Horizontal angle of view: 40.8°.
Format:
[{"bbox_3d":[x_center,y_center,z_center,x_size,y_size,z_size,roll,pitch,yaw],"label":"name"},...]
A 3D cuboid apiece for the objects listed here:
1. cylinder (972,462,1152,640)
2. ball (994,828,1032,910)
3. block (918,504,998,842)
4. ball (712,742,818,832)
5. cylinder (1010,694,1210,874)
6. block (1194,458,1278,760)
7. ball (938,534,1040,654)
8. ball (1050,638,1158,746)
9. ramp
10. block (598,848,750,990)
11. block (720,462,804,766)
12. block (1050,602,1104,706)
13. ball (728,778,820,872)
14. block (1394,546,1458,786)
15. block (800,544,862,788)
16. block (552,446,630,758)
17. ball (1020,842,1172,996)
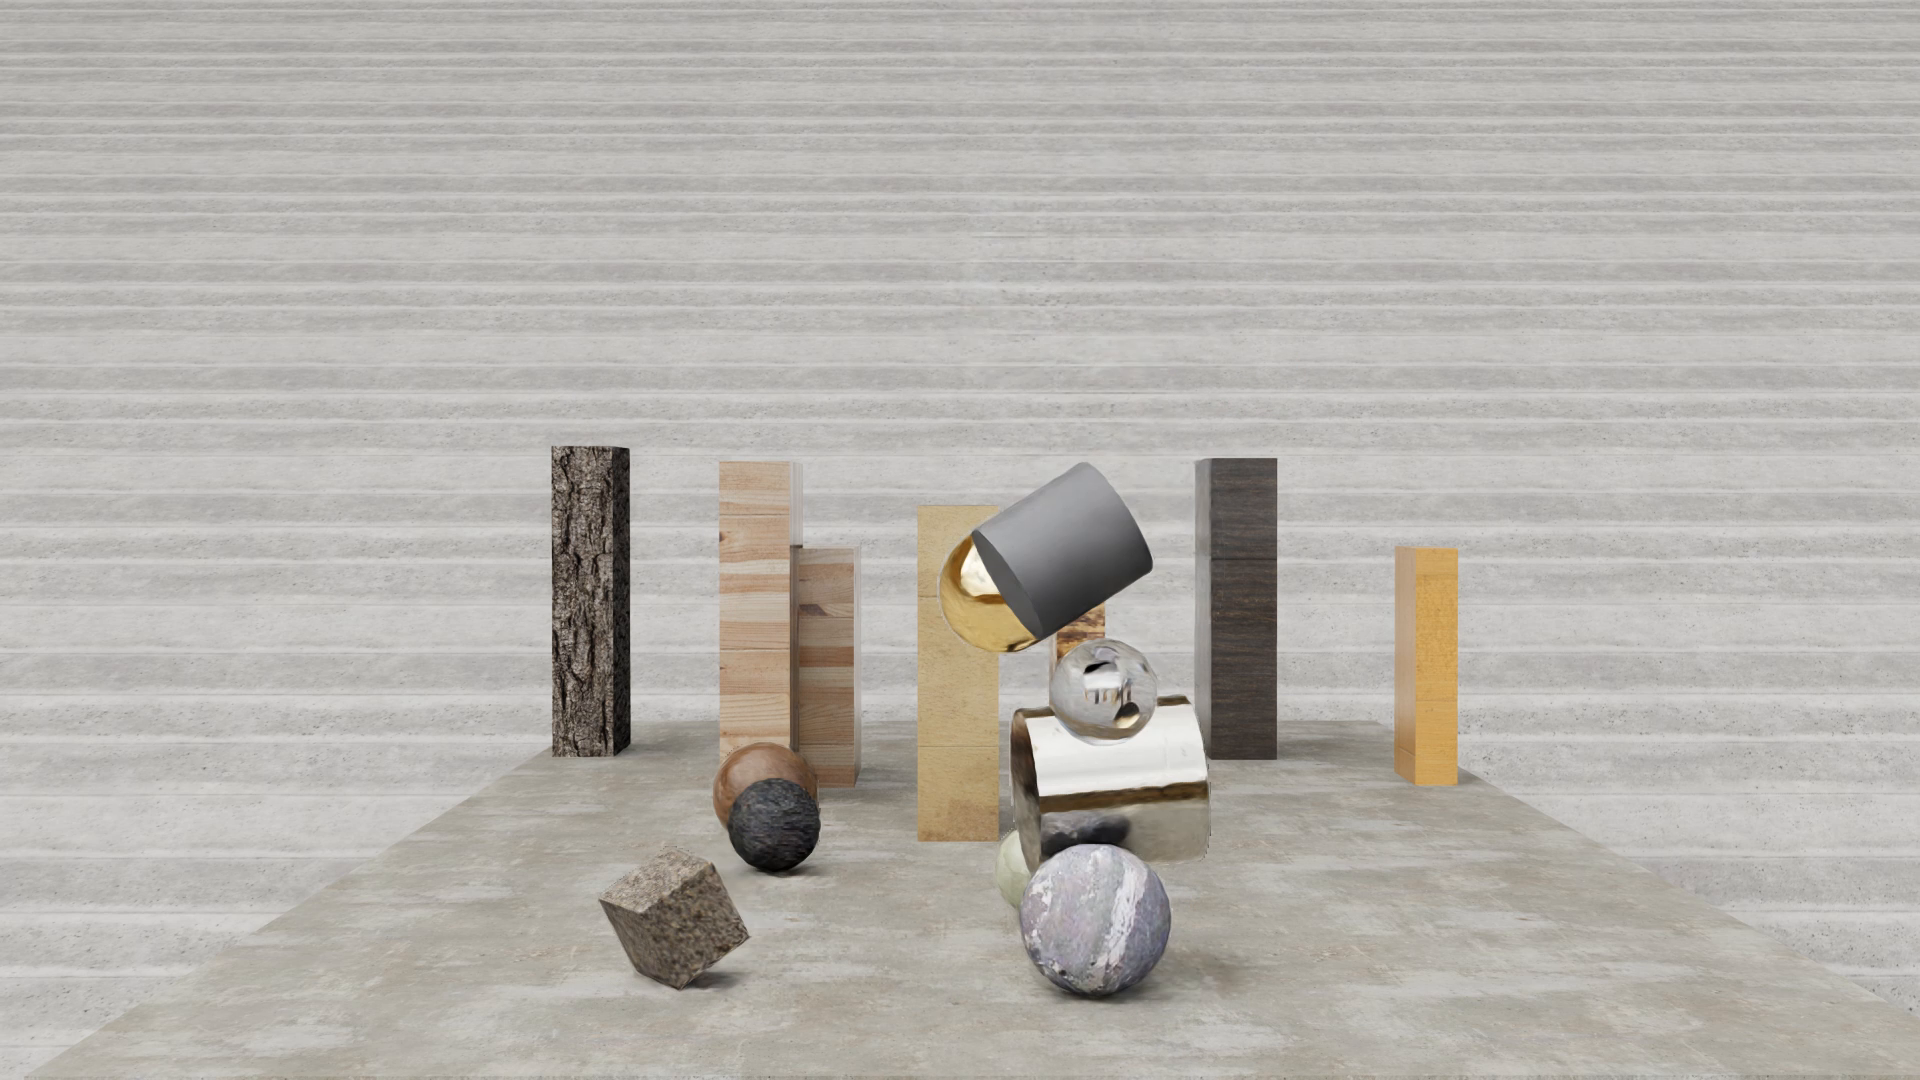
[{"bbox_3d":[0.102,0.011,2.583,0.130,0.130,0.130,-32,35,-10],"label":"cylinder"},{"bbox_3d":[0.112,0.454,3.558,0.129,0.129,0.129,0,27,0],"label":"ball"},{"bbox_3d":[-0.003,0.220,4.528,0.135,0.560,0.441,0,1,0],"label":"block"},{"bbox_3d":[-0.321,0.419,4.242,0.173,0.173,0.173,0,27,0],"label":"ball"},{"bbox_3d":[0.180,0.299,3.157,0.204,0.204,0.204,-5,27,-8],"label":"cylinder"},{"bbox_3d":[0.618,0.147,5.819,0.143,0.657,0.406,0,1,0],"label":"block"},{"bbox_3d":[0.050,0.056,2.970,0.148,0.148,0.148,0,27,0],"label":"ball"},{"bbox_3d":[0.146,0.155,2.626,0.110,0.110,0.110,0,27,0],"label":"ball"},{"bbox_3d":[0.061,0.549,4.585,2.000,0.100,4.000,0,1,0],"label":"ramp"},{"bbox_3d":[-0.341,0.451,3.080,0.109,0.109,0.109,-34,20,-27],"label":"block"},{"bbox_3d":[-0.382,0.170,5.007,0.131,0.641,0.418,0,1,0],"label":"block"},{"bbox_3d":[0.253,0.226,5.642,0.100,0.504,0.427,0,1,0],"label":"block"},{"bbox_3d":[-0.286,0.439,3.978,0.143,0.143,0.143,0,27,0],"label":"ball"},{"bbox_3d":[0.947,0.250,5.256,0.084,0.471,0.248,0,1,0],"label":"block"},{"bbox_3d":[-0.265,0.249,5.278,0.112,0.473,0.380,0,1,0],"label":"block"},{"bbox_3d":[-0.831,0.133,5.833,0.135,0.685,0.302,0,1,0],"label":"block"},{"bbox_3d":[0.157,0.440,2.998,0.176,0.176,0.176,0,27,0],"label":"ball"}]
